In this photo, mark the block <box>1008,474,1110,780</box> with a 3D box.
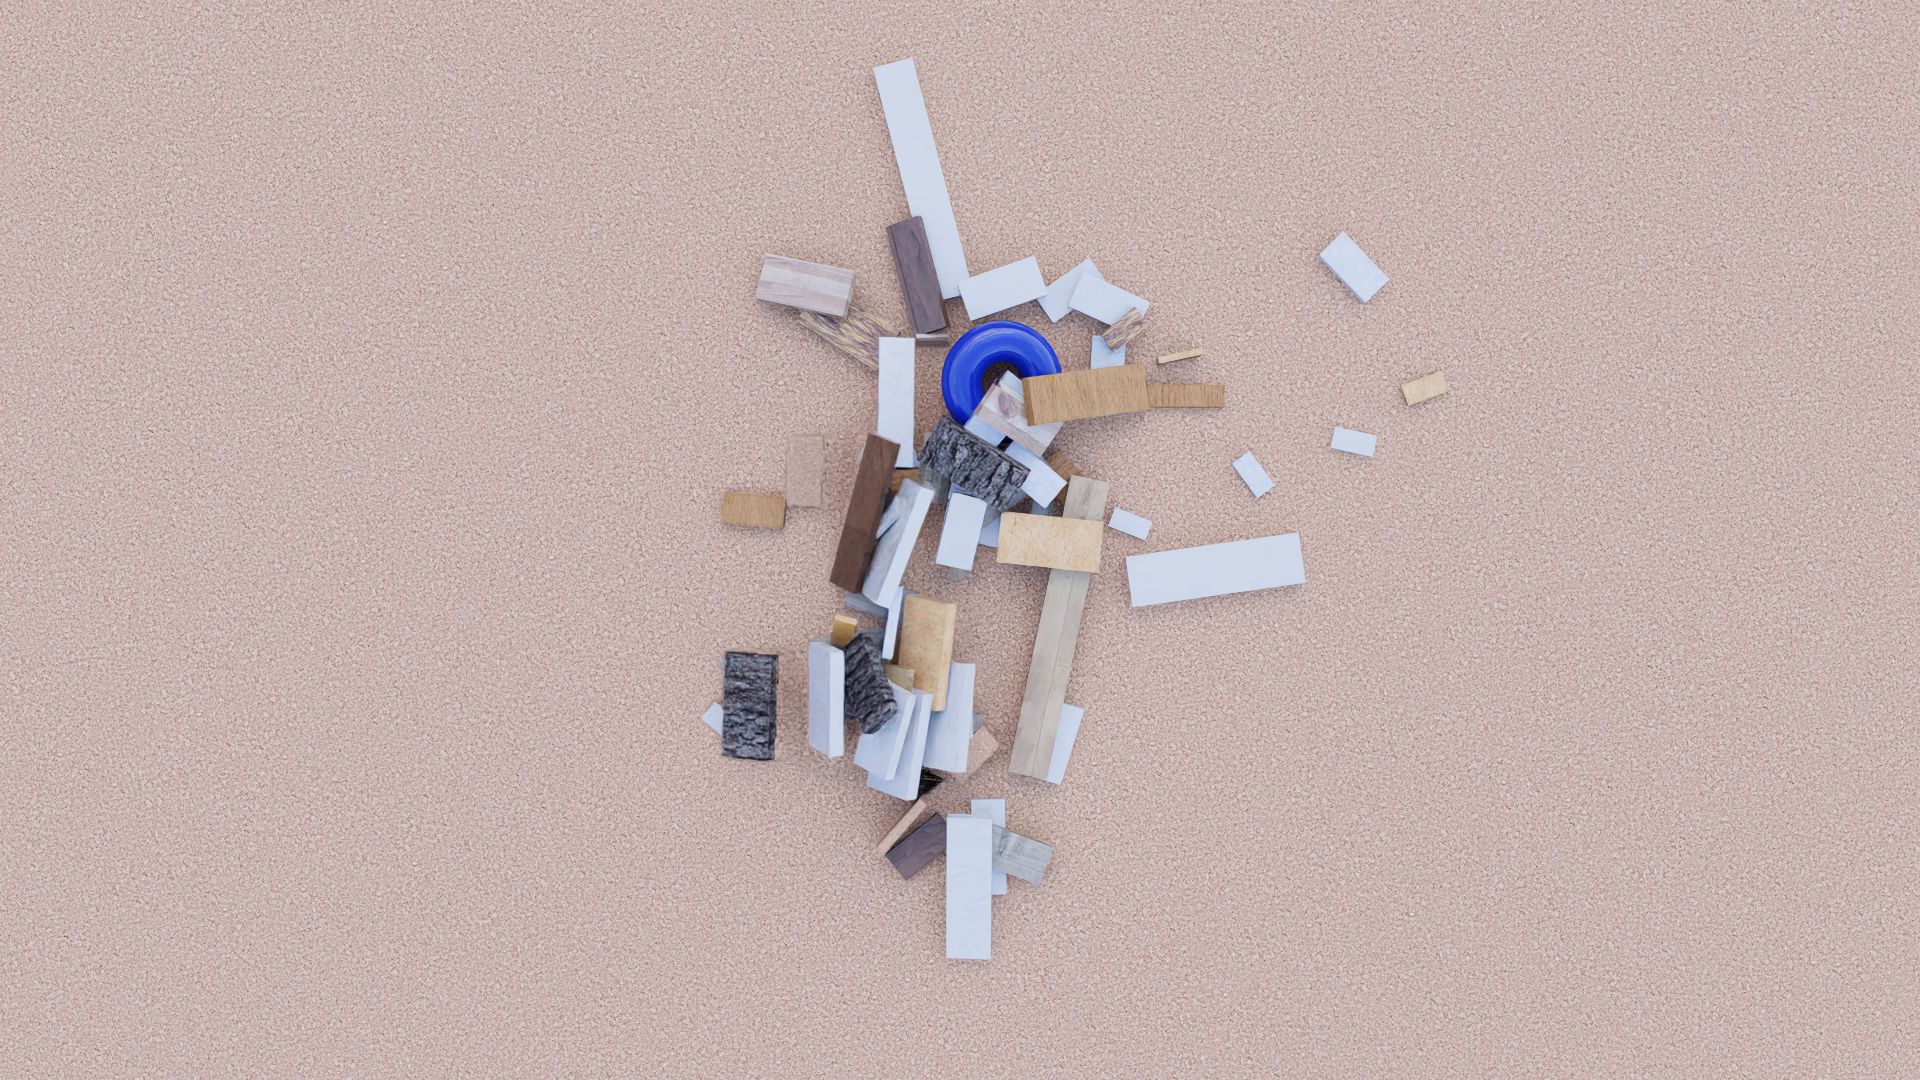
[{"bbox_3d":[0.326,0.286,5.446,0.131,0.037,0.999,12,90,0],"label":"block"}]

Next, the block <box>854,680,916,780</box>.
[{"bbox_3d":[-0.244,0.613,5.345,0.146,0.041,0.293,24,103,36],"label":"block"}]

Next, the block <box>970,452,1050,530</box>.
[{"bbox_3d":[0.133,-0.153,5.441,0.367,0.032,0.112,-38,102,0],"label":"block"}]

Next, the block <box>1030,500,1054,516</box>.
[{"bbox_3d":[0.265,-0.076,5.491,0.066,0.019,0.132,13,90,0],"label":"block"}]

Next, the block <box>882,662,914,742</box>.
[{"bbox_3d":[-0.218,0.530,5.374,0.120,0.034,0.239,11,95,38],"label":"block"}]

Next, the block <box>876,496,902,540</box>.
[{"bbox_3d":[-0.242,-0.072,5.397,0.021,0.073,0.146,22,134,-29],"label":"block"}]

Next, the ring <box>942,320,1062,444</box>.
[{"bbox_3d":[0.138,-0.518,5.415,0.404,0.135,0.404,-1,98,-7],"label":"ring"}]

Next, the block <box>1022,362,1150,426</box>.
[{"bbox_3d":[0.411,-0.475,5.369,0.448,0.044,0.155,-10,94,-29],"label":"block"}]

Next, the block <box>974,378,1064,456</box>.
[{"bbox_3d":[0.189,-0.393,5.320,0.269,0.038,0.135,31,97,-25],"label":"block"}]

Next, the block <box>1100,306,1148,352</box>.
[{"bbox_3d":[0.542,-0.695,5.449,0.148,0.021,0.074,-39,100,1],"label":"block"}]

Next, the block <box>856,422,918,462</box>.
[{"bbox_3d":[-0.243,-0.329,5.485,0.104,0.029,0.207,34,90,0],"label":"block"}]

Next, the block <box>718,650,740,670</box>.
[{"bbox_3d":[-0.739,0.443,5.490,0.073,0.021,0.146,-27,90,0],"label":"block"}]

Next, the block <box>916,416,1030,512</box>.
[{"bbox_3d":[0.044,-0.245,5.344,0.335,0.047,0.167,32,122,-2],"label":"block"}]

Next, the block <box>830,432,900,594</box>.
[{"bbox_3d":[-0.313,-0.086,5.402,0.116,0.033,0.518,24,104,35],"label":"block"}]

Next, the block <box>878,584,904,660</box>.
[{"bbox_3d":[-0.228,0.265,5.406,0.034,0.120,0.239,9,90,-9],"label":"block"}]

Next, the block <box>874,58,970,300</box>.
[{"bbox_3d":[-0.122,-1.193,5.481,0.135,0.038,0.801,-15,90,0],"label":"block"}]

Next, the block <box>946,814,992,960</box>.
[{"bbox_3d":[0.030,1.141,5.428,0.146,0.041,0.488,1,101,4],"label":"block"}]

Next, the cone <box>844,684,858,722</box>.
[{"bbox_3d":[-0.387,0.563,5.461,0.172,0.172,0.172,41,117,0],"label":"cone"}]

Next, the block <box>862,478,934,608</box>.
[{"bbox_3d":[-0.206,0.007,5.363,0.049,0.171,0.404,19,95,-24],"label":"block"}]

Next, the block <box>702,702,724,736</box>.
[{"bbox_3d":[-0.782,0.611,5.489,0.146,0.021,0.073,41,91,0],"label":"block"}]

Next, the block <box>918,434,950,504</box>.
[{"bbox_3d":[-0.079,-0.234,5.452,0.112,0.032,0.223,8,90,-40],"label":"block"}]

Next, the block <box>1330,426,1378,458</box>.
[{"bbox_3d":[1.309,-0.326,5.490,0.142,0.020,0.071,12,90,0],"label":"block"}]

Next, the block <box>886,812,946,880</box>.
[{"bbox_3d":[-0.127,1.019,5.484,0.222,0.031,0.111,-39,90,0],"label":"block"}]

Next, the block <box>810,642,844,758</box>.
[{"bbox_3d":[-0.437,0.520,5.390,0.049,0.171,0.343,-3,99,-28],"label":"block"}]

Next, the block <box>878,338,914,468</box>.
[{"bbox_3d":[-0.211,-0.452,5.431,0.115,0.033,0.427,1,87,-7],"label":"block"}]

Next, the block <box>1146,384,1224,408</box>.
[{"bbox_3d":[0.747,-0.480,5.490,0.265,0.021,0.074,0,90,0],"label":"block"}]

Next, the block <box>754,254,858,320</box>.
[{"bbox_3d":[-0.508,-0.837,5.441,0.310,0.044,0.155,13,86,12],"label":"block"}]

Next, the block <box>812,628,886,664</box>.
[{"bbox_3d":[-0.368,0.367,5.484,0.232,0.033,0.116,-9,90,0],"label":"block"}]

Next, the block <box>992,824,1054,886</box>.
[{"bbox_3d":[0.162,1.030,5.450,0.262,0.037,0.131,20,90,0],"label":"block"}]

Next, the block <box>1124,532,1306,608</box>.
[{"bbox_3d":[0.845,0.098,5.476,0.577,0.047,0.167,-8,90,0],"label":"block"}]

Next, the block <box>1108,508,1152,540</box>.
[{"bbox_3d":[0.566,-0.054,5.491,0.132,0.019,0.066,21,90,0],"label":"block"}]

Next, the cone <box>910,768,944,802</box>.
[{"bbox_3d":[-0.106,0.800,5.472,0.127,0.127,0.127,1,90,-26],"label":"cone"}]

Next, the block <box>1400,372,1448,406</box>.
[{"bbox_3d":[1.545,-0.504,5.490,0.142,0.020,0.071,-20,90,0],"label":"block"}]

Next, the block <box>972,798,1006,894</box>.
[{"bbox_3d":[0.096,1.018,5.484,0.111,0.031,0.315,-1,90,0],"label":"block"}]

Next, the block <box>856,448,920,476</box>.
[{"bbox_3d":[-0.231,-0.218,5.461,0.207,0.029,0.103,-24,103,-7],"label":"block"}]

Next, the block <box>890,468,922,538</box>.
[{"bbox_3d":[-0.190,-0.122,5.454,0.115,0.033,0.230,-3,100,-11],"label":"block"}]
